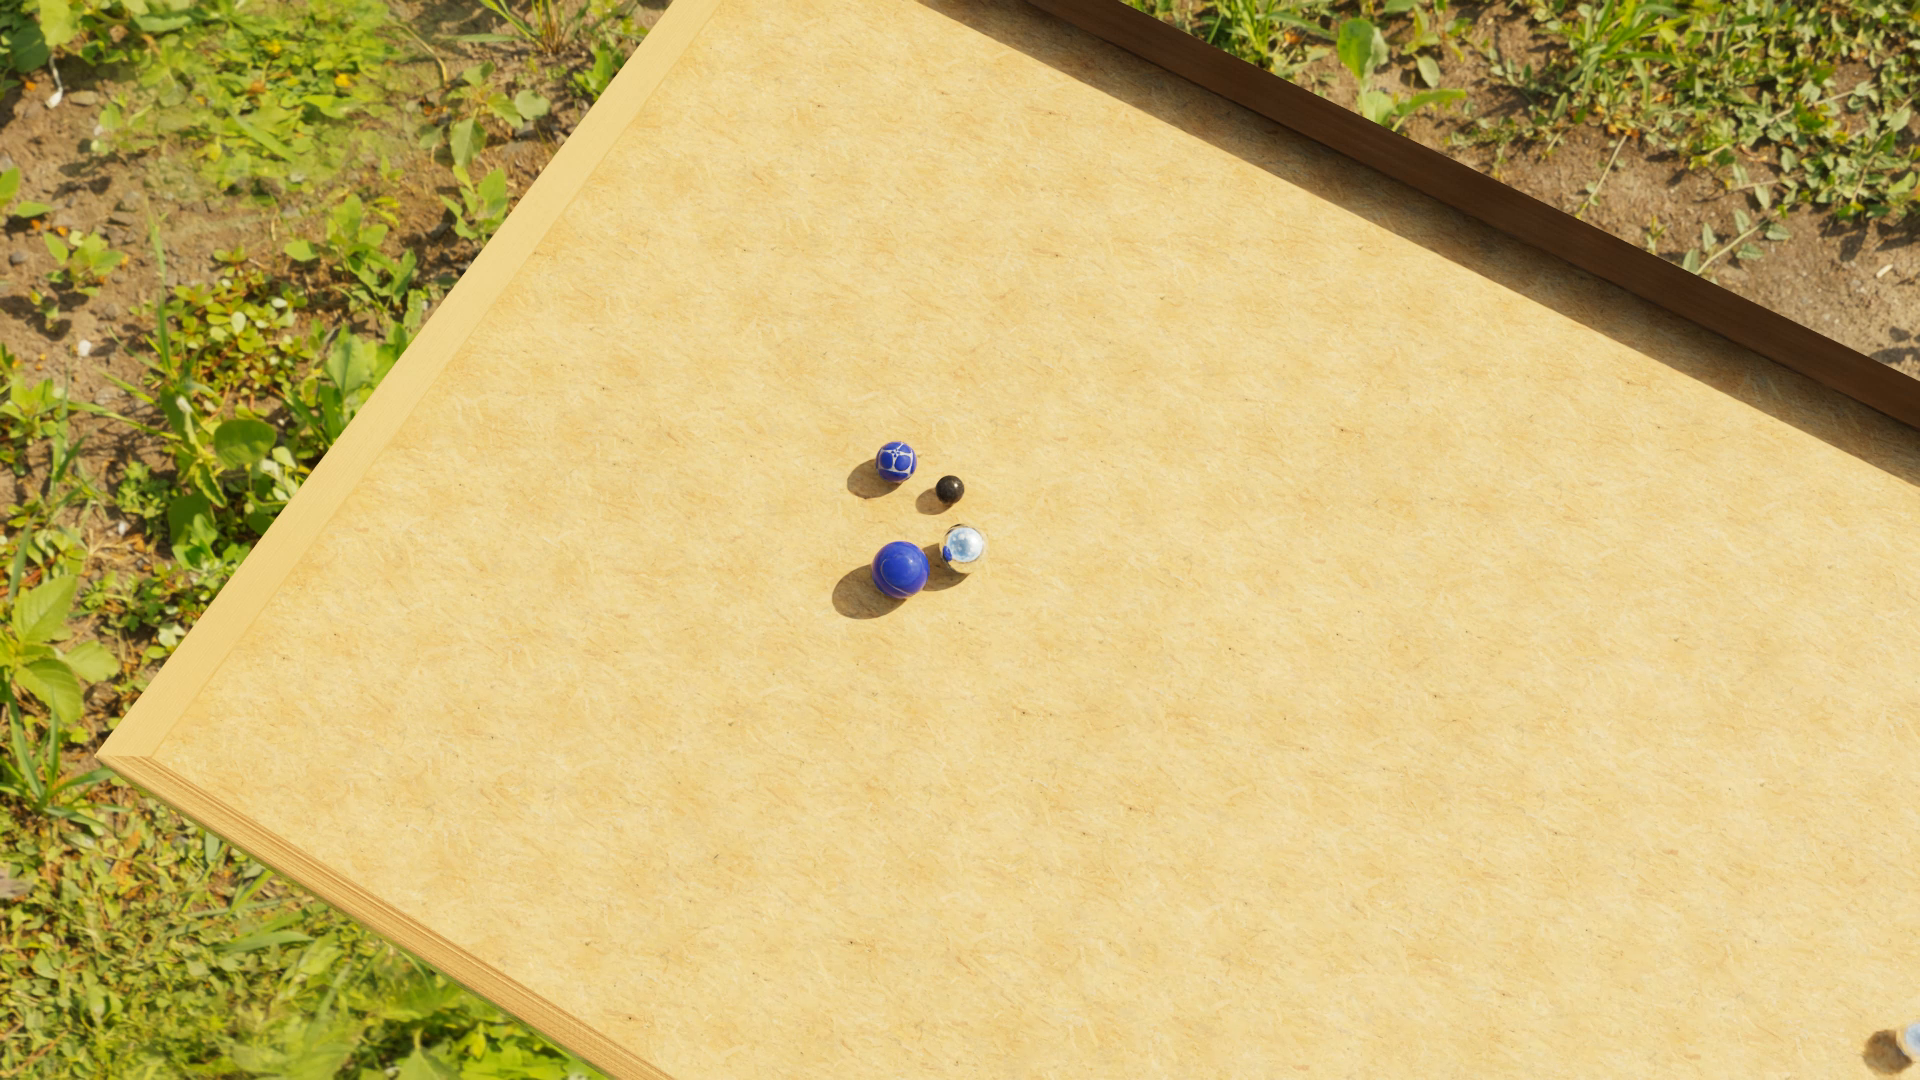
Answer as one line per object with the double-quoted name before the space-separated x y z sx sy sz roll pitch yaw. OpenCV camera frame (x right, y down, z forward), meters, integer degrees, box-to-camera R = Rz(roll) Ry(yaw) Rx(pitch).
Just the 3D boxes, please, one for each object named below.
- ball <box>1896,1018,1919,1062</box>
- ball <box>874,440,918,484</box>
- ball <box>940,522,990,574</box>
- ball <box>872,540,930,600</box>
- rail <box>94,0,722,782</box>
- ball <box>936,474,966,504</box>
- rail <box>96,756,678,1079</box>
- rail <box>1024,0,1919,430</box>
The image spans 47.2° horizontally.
"ball" 1.398 0.729 3.205 0.063 0.063 0.063 0 67 0
"ball" -0.103 -0.126 3.562 0.069 0.069 0.069 0 67 0
"ball" 0.007 0.013 3.496 0.081 0.081 0.081 0 67 0
"ball" -0.094 0.047 3.476 0.093 0.093 0.093 0 67 0
"rail" -0.776 -0.427 3.659 0.045 0.120 1.968 28 70 11
"ball" -0.016 -0.081 3.554 0.048 0.048 0.048 0 67 0
"rail" 0.312 1.184 2.982 3.689 0.120 0.045 28 70 11
"rail" 1.281 -0.346 3.625 3.689 0.120 0.045 28 70 11
